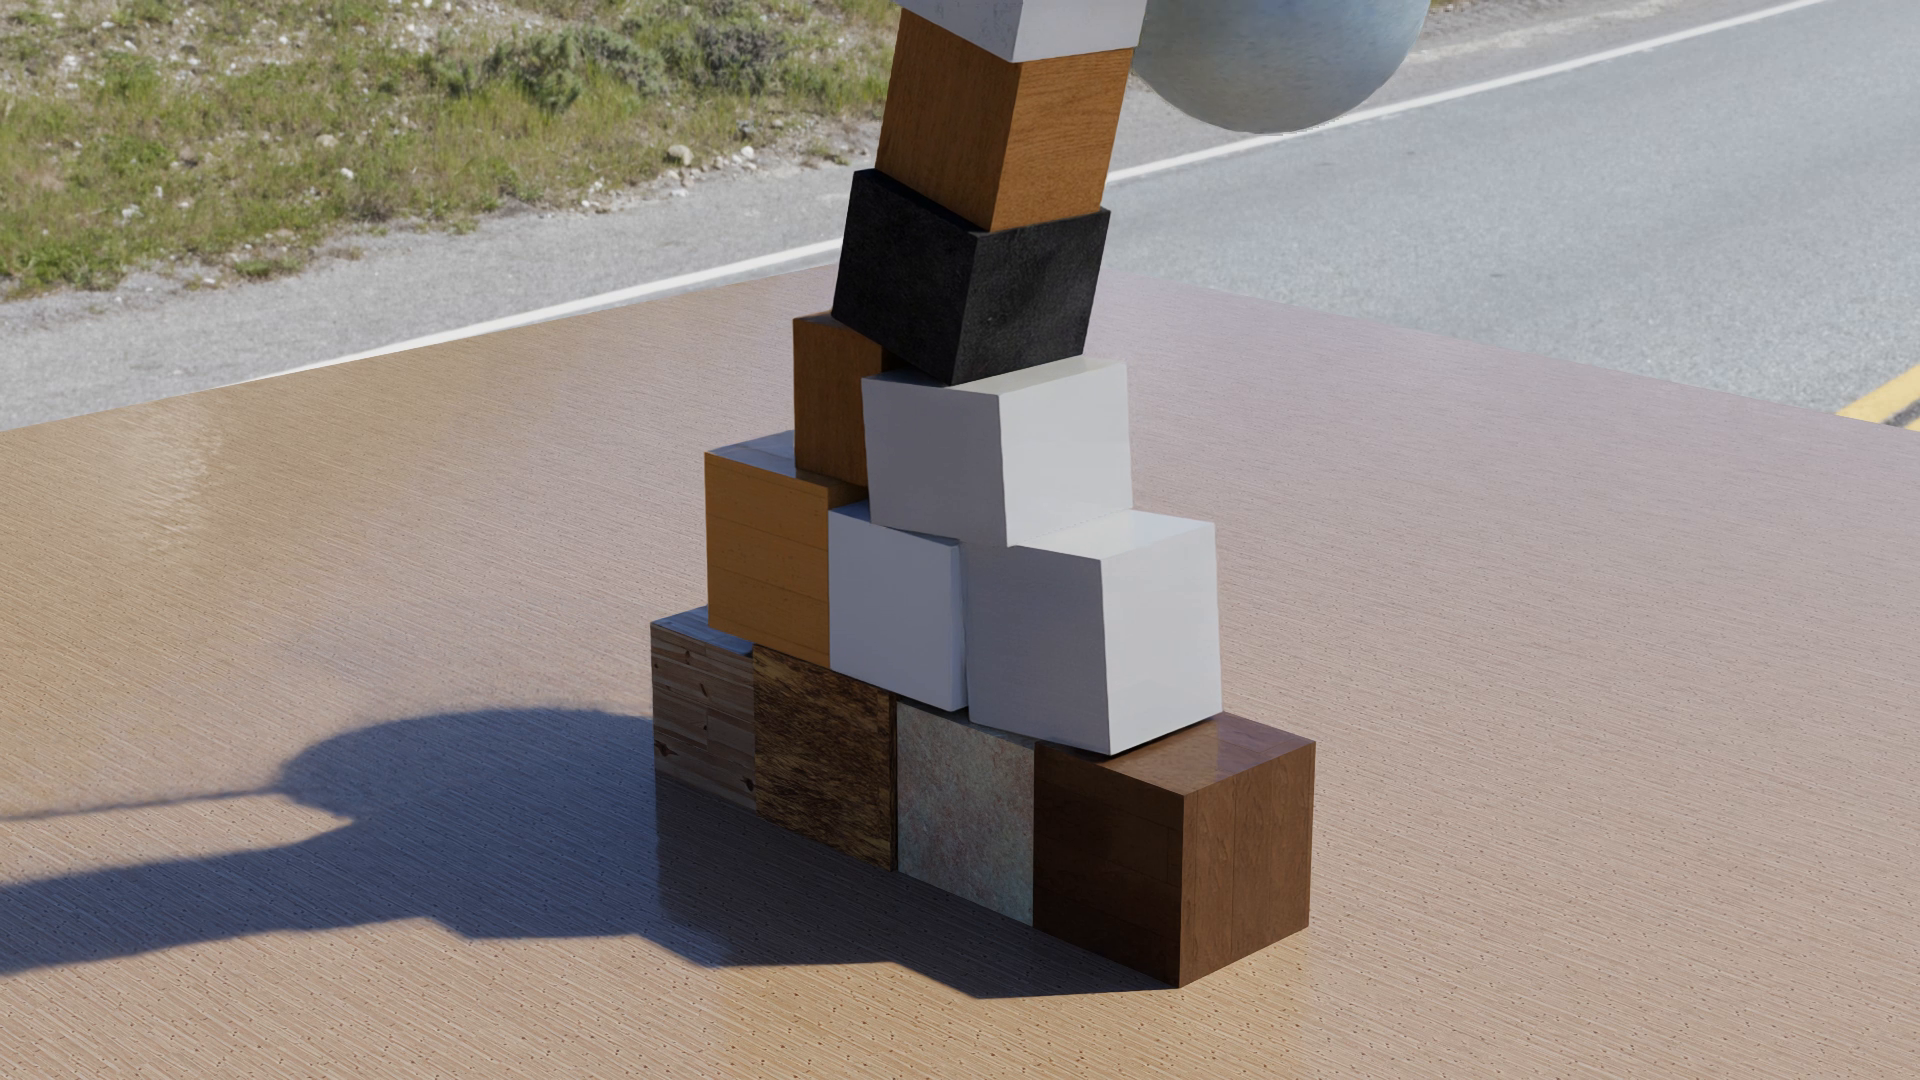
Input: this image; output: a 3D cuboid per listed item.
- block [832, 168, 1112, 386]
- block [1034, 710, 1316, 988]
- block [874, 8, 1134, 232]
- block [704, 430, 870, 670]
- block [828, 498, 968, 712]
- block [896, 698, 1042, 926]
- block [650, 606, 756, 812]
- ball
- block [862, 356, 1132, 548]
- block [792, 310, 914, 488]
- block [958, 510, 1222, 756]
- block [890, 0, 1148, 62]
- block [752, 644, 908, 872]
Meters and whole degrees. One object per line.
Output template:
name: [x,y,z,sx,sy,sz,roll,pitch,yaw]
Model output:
block: [0.044,-1.218,12.946,0.826,0.692,0.785,-16,37,-42]
block: [0.930,1.289,12.784,0.870,0.876,0.849,-17,24,-42]
block: [0.183,-1.861,12.624,0.671,0.761,0.740,-16,38,-42]
block: [-0.603,-0.001,13.957,0.853,0.873,0.855,16,24,42]
block: [-0.016,0.221,13.429,0.783,0.768,0.864,17,24,42]
block: [0.325,1.124,13.379,0.871,0.832,0.857,-17,24,-42]
block: [-0.946,0.773,14.570,0.850,0.788,0.792,-17,24,-42]
ball: [1.467,-2.747,14.016,1.600,1.600,1.600,0,17,0]
block: [0.168,-0.429,12.993,0.829,0.662,0.824,10,19,43]
block: [-0.351,-0.677,13.468,0.565,0.709,0.598,15,23,41]
block: [0.573,0.366,12.844,0.837,0.856,0.736,10,19,44]
block: [0.299,-2.545,12.255,0.751,0.810,0.761,-16,37,-41]
block: [-0.326,0.913,13.974,0.919,0.879,0.932,-17,24,-42]
